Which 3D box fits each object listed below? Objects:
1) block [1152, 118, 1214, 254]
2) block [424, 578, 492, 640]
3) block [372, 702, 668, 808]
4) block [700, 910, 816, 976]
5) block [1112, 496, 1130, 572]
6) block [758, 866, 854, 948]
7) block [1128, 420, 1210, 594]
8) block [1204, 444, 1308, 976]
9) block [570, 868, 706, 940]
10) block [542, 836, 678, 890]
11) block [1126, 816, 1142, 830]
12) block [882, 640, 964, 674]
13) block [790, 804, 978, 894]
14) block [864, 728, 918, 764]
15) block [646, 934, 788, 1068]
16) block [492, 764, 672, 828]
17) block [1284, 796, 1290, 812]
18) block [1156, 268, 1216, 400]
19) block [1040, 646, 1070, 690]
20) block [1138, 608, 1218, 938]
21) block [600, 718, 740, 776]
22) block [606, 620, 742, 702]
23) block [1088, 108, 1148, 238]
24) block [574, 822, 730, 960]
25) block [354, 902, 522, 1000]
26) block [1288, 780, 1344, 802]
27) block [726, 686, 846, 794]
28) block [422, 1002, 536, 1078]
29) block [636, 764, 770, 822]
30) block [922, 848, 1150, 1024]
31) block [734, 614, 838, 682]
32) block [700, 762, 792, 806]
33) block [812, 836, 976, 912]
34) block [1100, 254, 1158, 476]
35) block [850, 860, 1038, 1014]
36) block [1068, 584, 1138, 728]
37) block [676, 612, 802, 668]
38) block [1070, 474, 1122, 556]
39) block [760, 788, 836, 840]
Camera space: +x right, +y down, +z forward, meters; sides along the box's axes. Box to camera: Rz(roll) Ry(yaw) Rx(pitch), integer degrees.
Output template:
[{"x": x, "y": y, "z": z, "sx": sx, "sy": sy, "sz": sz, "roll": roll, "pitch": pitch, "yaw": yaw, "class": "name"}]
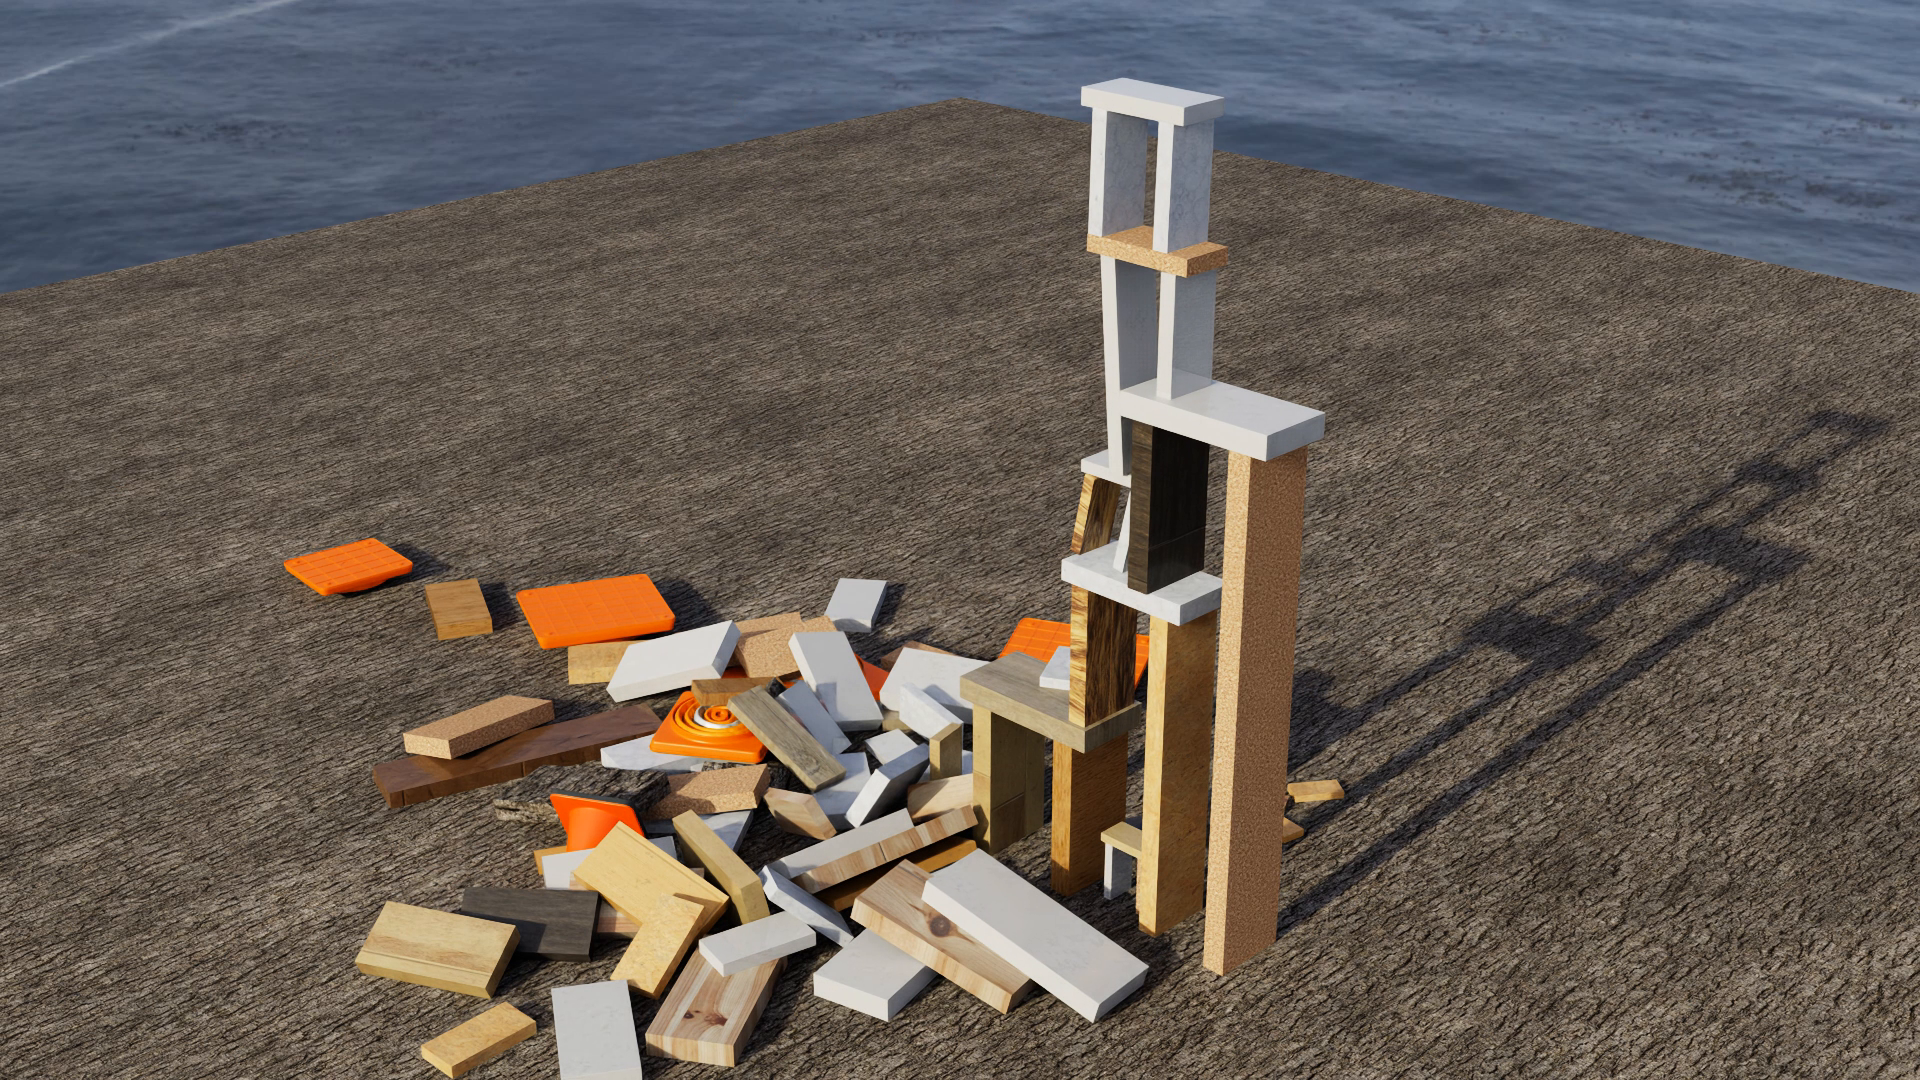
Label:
[{"x": 0.365, "y": -0.584, "z": 3.587, "sx": 0.030, "sy": 0.212, "sz": 0.106, "roll": 22, "pitch": 31, "yaw": 39, "class": "block"}, {"x": -1.215, "y": 0.166, "z": 5.324, "sx": 0.126, "sy": 0.036, "sz": 0.253, "roll": -8, "pitch": 24, "yaw": -18, "class": "block"}, {"x": -0.924, "y": 0.452, "z": 4.648, "sx": 0.600, "sy": 0.037, "sz": 0.130, "roll": -12, "pitch": 26, "yaw": -26, "class": "block"}, {"x": -0.361, "y": 0.718, "z": 3.923, "sx": 0.185, "sy": 0.026, "sz": 0.093, "roll": -14, "pitch": 27, "yaw": -30, "class": "block"}, {"x": 0.318, "y": -0.024, "z": 3.872, "sx": 0.079, "sy": 0.158, "sz": 0.022, "roll": -22, "pitch": 44, "yaw": -41, "class": "block"}, {"x": -0.281, "y": 0.667, "z": 3.997, "sx": 0.185, "sy": 0.026, "sz": 0.093, "roll": 38, "pitch": 3, "yaw": -26, "class": "block"}, {"x": 0.361, "y": -0.075, "z": 3.800, "sx": 0.044, "sy": 0.310, "sz": 0.155, "roll": 21, "pitch": 31, "yaw": 41, "class": "block"}, {"x": 0.507, "y": 0.295, "z": 3.798, "sx": 0.044, "sy": 0.991, "sz": 0.155, "roll": 21, "pitch": 31, "yaw": 41, "class": "block"}, {"x": -0.596, "y": 0.670, "z": 4.053, "sx": 0.247, "sy": 0.035, "sz": 0.123, "roll": -1, "pitch": 58, "yaw": -1, "class": "block"}, {"x": -0.652, "y": 0.638, "z": 4.128, "sx": 0.247, "sy": 0.035, "sz": 0.123, "roll": -7, "pitch": 60, "yaw": -16, "class": "block"}, {"x": 0.396, "y": 0.572, "z": 4.388, "sx": 0.142, "sy": 0.020, "sz": 0.071, "roll": -8, "pitch": 24, "yaw": -18, "class": "block"}, {"x": -0.053, "y": 0.294, "z": 5.025, "sx": 0.232, "sy": 0.033, "sz": 0.116, "roll": 16, "pitch": 28, "yaw": 33, "class": "block"}, {"x": -0.156, "y": 0.599, "z": 4.194, "sx": 0.381, "sy": 0.041, "sz": 0.145, "roll": -18, "pitch": -9, "yaw": -36, "class": "block"}, {"x": -0.139, "y": 0.442, "z": 4.639, "sx": 0.079, "sy": 0.022, "sz": 0.157, "roll": -18, "pitch": 17, "yaw": -16, "class": "block"}, {"x": -0.419, "y": 0.797, "z": 3.827, "sx": 0.154, "sy": 0.044, "sz": 0.309, "roll": 5, "pitch": 23, "yaw": 12, "class": "block"}, {"x": -0.758, "y": 0.513, "z": 4.408, "sx": 0.322, "sy": 0.046, "sz": 0.161, "roll": -1, "pitch": 20, "yaw": 30, "class": "block"}, {"x": 0.615, "y": 0.533, "z": 4.486, "sx": 0.104, "sy": 0.015, "sz": 0.052, "roll": 8, "pitch": 24, "yaw": 17, "class": "block"}, {"x": 0.378, "y": -0.350, "z": 3.663, "sx": 0.107, "sy": 0.214, "sz": 0.030, "roll": -21, "pitch": 31, "yaw": -40, "class": "block"}, {"x": 0.206, "y": 0.246, "z": 4.219, "sx": 0.071, "sy": 0.020, "sz": 0.142, "roll": 7, "pitch": 24, "yaw": 16, "class": "block"}, {"x": 0.393, "y": 0.411, "z": 3.971, "sx": 0.039, "sy": 0.641, "sz": 0.138, "roll": 21, "pitch": 31, "yaw": 41, "class": "block"}, {"x": -0.612, "y": 0.451, "z": 4.651, "sx": 0.259, "sy": 0.037, "sz": 0.130, "roll": -14, "pitch": 27, "yaw": -29, "class": "block"}, {"x": -0.635, "y": 0.270, "z": 4.882, "sx": 0.290, "sy": 0.041, "sz": 0.145, "roll": -14, "pitch": 34, "yaw": 28, "class": "block"}, {"x": 0.265, "y": -0.622, "z": 3.671, "sx": 0.106, "sy": 0.212, "sz": 0.030, "roll": -21, "pitch": 32, "yaw": -41, "class": "block"}, {"x": -0.565, "y": 0.640, "z": 4.029, "sx": 0.261, "sy": 0.037, "sz": 0.131, "roll": 31, "pitch": 61, "yaw": 18, "class": "block"}, {"x": -0.931, "y": 0.731, "z": 3.925, "sx": 0.261, "sy": 0.037, "sz": 0.130, "roll": 7, "pitch": 49, "yaw": 17, "class": "block"}, {"x": 0.732, "y": 0.516, "z": 4.525, "sx": 0.104, "sy": 0.015, "sz": 0.052, "roll": -4, "pitch": 23, "yaw": -9, "class": "block"}, {"x": -0.359, "y": 0.410, "z": 4.538, "sx": 0.278, "sy": 0.024, "sz": 0.086, "roll": 41, "pitch": 41, "yaw": 25, "class": "block"}, {"x": -0.815, "y": 0.847, "z": 3.732, "sx": 0.086, "sy": 0.024, "sz": 0.173, "roll": 20, "pitch": 30, "yaw": 39, "class": "block"}, {"x": -0.518, "y": 0.507, "z": 4.412, "sx": 0.253, "sy": 0.036, "sz": 0.126, "roll": -8, "pitch": 19, "yaw": 11, "class": "block"}, {"x": 0.132, "y": 0.699, "z": 3.915, "sx": 0.394, "sy": 0.044, "sz": 0.154, "roll": 32, "pitch": 34, "yaw": 27, "class": "block"}, {"x": -0.374, "y": 0.250, "z": 4.902, "sx": 0.232, "sy": 0.033, "sz": 0.116, "roll": -16, "pitch": 58, "yaw": -28, "class": "block"}, {"x": -0.445, "y": 0.501, "z": 4.519, "sx": 0.183, "sy": 0.026, "sz": 0.091, "roll": 5, "pitch": 33, "yaw": 6, "class": "block"}, {"x": -0.123, "y": 0.635, "z": 4.198, "sx": 0.332, "sy": 0.022, "sz": 0.079, "roll": -18, "pitch": 12, "yaw": -34, "class": "block"}, {"x": 0.296, "y": -0.311, "z": 3.789, "sx": 0.030, "sy": 0.388, "sz": 0.107, "roll": 15, "pitch": 27, "yaw": 41, "class": "block"}, {"x": -0.011, "y": 0.705, "z": 3.932, "sx": 0.338, "sy": 0.046, "sz": 0.161, "roll": 28, "pitch": 33, "yaw": 22, "class": "block"}, {"x": 0.263, "y": 0.192, "z": 4.020, "sx": 0.138, "sy": 0.275, "sz": 0.039, "roll": -21, "pitch": 31, "yaw": -40, "class": "block"}, {"x": -0.500, "y": 0.235, "z": 5.016, "sx": 0.290, "sy": 0.041, "sz": 0.145, "roll": -10, "pitch": 23, "yaw": -7, "class": "block"}, {"x": 0.247, "y": -0.055, "z": 3.945, "sx": 0.079, "sy": 0.158, "sz": 0.022, "roll": -20, "pitch": 42, "yaw": -39, "class": "block"}, {"x": -0.317, "y": 0.536, "z": 4.305, "sx": 0.026, "sy": 0.091, "sz": 0.183, "roll": -40, "pitch": 19, "yaw": -26, "class": "block"}]
